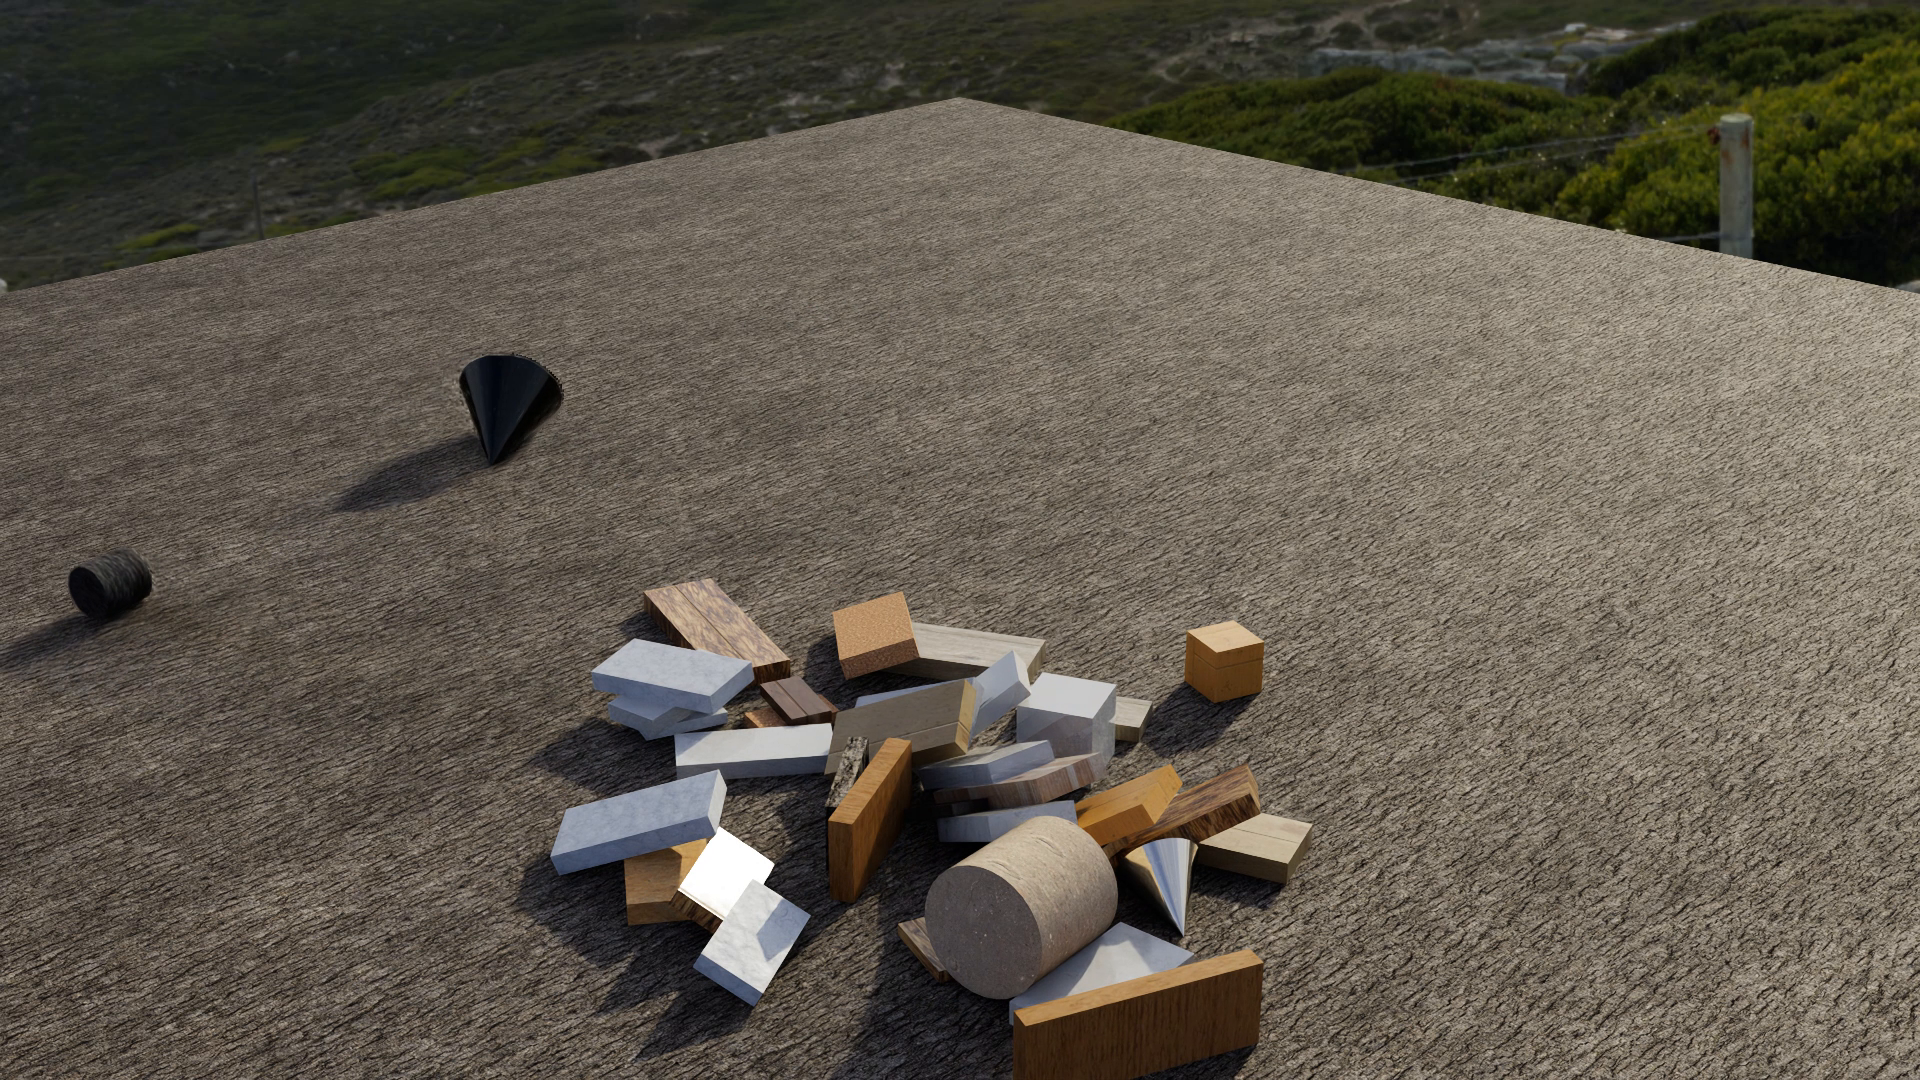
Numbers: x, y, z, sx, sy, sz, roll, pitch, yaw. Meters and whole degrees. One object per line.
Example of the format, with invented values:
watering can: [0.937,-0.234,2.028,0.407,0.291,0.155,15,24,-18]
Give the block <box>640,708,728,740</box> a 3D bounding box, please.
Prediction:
block: [-0.613,0.388,4.812,0.186,0.026,0.093,-11,25,-24]

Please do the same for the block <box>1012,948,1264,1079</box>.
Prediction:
block: [0.297,0.808,3.648,0.441,0.162,0.046,-10,25,-22]

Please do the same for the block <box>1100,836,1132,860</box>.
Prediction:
block: [0.259,0.584,4.221,0.086,0.024,0.172,-36,10,-14]

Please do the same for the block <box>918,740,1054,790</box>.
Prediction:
block: [0.051,0.456,4.451,0.149,0.042,0.298,-17,1,-29]

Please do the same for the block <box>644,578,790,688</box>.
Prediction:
block: [-0.578,0.221,5.178,0.173,0.049,0.508,-11,25,-24]

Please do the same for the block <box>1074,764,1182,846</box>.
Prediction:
block: [0.259,0.538,4.205,0.324,0.046,0.162,-28,8,32]

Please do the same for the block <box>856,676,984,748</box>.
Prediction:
block: [-0.099,0.380,4.590,0.298,0.042,0.149,-12,45,32]

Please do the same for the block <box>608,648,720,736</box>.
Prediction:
block: [-0.619,0.332,4.830,0.142,0.040,0.283,15,33,37]

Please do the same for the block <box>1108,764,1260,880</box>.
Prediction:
block: [0.415,0.542,4.203,0.324,0.046,0.162,-27,11,11]

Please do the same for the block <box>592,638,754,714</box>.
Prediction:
block: [-0.629,0.296,4.808,0.319,0.045,0.159,9,29,28]

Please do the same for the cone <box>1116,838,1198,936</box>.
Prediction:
cone: [0.391,0.669,4.091,0.163,0.163,0.163,-6,50,-14]

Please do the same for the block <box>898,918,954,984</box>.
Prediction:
block: [-0.037,0.739,3.989,0.086,0.024,0.172,-11,25,-24]

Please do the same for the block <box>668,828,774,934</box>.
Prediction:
block: [-0.442,0.641,4.103,0.128,0.036,0.256,34,22,-1]

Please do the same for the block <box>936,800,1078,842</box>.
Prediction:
block: [0.086,0.540,4.217,0.171,0.048,0.342,-8,-5,-18]

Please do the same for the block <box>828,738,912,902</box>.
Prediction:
block: [-0.171,0.540,4.270,0.048,0.171,0.342,7,24,16]

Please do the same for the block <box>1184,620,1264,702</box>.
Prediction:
block: [0.595,0.273,4.956,0.125,0.125,0.125,-11,25,-24]

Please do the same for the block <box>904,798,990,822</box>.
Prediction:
block: [-0.027,0.533,4.339,0.086,0.024,0.172,-6,-6,-35]

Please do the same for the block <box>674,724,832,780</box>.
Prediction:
block: [-0.433,0.449,4.650,0.334,0.040,0.142,-3,23,-8]

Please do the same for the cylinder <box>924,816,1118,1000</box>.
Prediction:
cylinder: [0.110,0.648,3.896,0.247,0.247,0.247,15,23,32]

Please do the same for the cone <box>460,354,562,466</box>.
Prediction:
cone: [-1.326,-0.322,6.348,0.300,0.300,0.300,1,50,3]

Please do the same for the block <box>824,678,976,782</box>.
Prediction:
block: [-0.123,0.397,4.520,0.319,0.045,0.159,-17,43,28]

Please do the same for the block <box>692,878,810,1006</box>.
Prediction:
block: [-0.371,0.719,3.946,0.128,0.036,0.256,33,27,1]

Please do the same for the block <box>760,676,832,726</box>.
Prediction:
block: [-0.361,0.356,4.820,0.093,0.026,0.186,-11,25,-24]

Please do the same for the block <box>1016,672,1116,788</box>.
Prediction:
block: [0.223,0.398,4.612,0.164,0.164,0.164,8,24,19]

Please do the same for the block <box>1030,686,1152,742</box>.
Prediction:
block: [0.272,0.379,4.821,0.277,0.036,0.128,7,24,16]

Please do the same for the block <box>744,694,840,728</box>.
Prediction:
block: [-0.367,0.389,4.811,0.186,0.026,0.093,-13,26,-28]

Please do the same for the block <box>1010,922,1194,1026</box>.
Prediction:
block: [0.251,0.785,3.852,0.162,0.046,0.324,18,29,36]

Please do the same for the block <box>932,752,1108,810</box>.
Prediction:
block: [0.116,0.485,4.357,0.171,0.048,0.342,-18,1,-37]

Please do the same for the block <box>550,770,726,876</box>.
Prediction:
block: [-0.621,0.547,4.265,0.324,0.046,0.162,-15,25,9]

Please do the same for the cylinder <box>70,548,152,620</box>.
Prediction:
cylinder: [-2.063,0.106,5.342,0.134,0.134,0.134,13,26,27]

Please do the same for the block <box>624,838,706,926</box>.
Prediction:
block: [-0.567,0.621,4.239,0.159,0.045,0.349,-4,23,-9]

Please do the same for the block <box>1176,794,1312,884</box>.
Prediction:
block: [0.513,0.582,4.330,0.324,0.046,0.162,10,25,23]

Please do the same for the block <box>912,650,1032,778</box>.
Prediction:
block: [0.014,0.364,4.620,0.298,0.042,0.149,-37,19,11]

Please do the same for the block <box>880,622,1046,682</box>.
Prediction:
block: [0.007,0.266,5.071,0.347,0.049,0.173,7,24,16]

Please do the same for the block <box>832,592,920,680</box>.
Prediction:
block: [-0.196,0.217,5.079,0.173,0.049,0.346,-17,17,-1]

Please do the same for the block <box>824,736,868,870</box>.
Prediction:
block: [-0.222,0.520,4.355,0.040,0.142,0.283,3,23,6]
